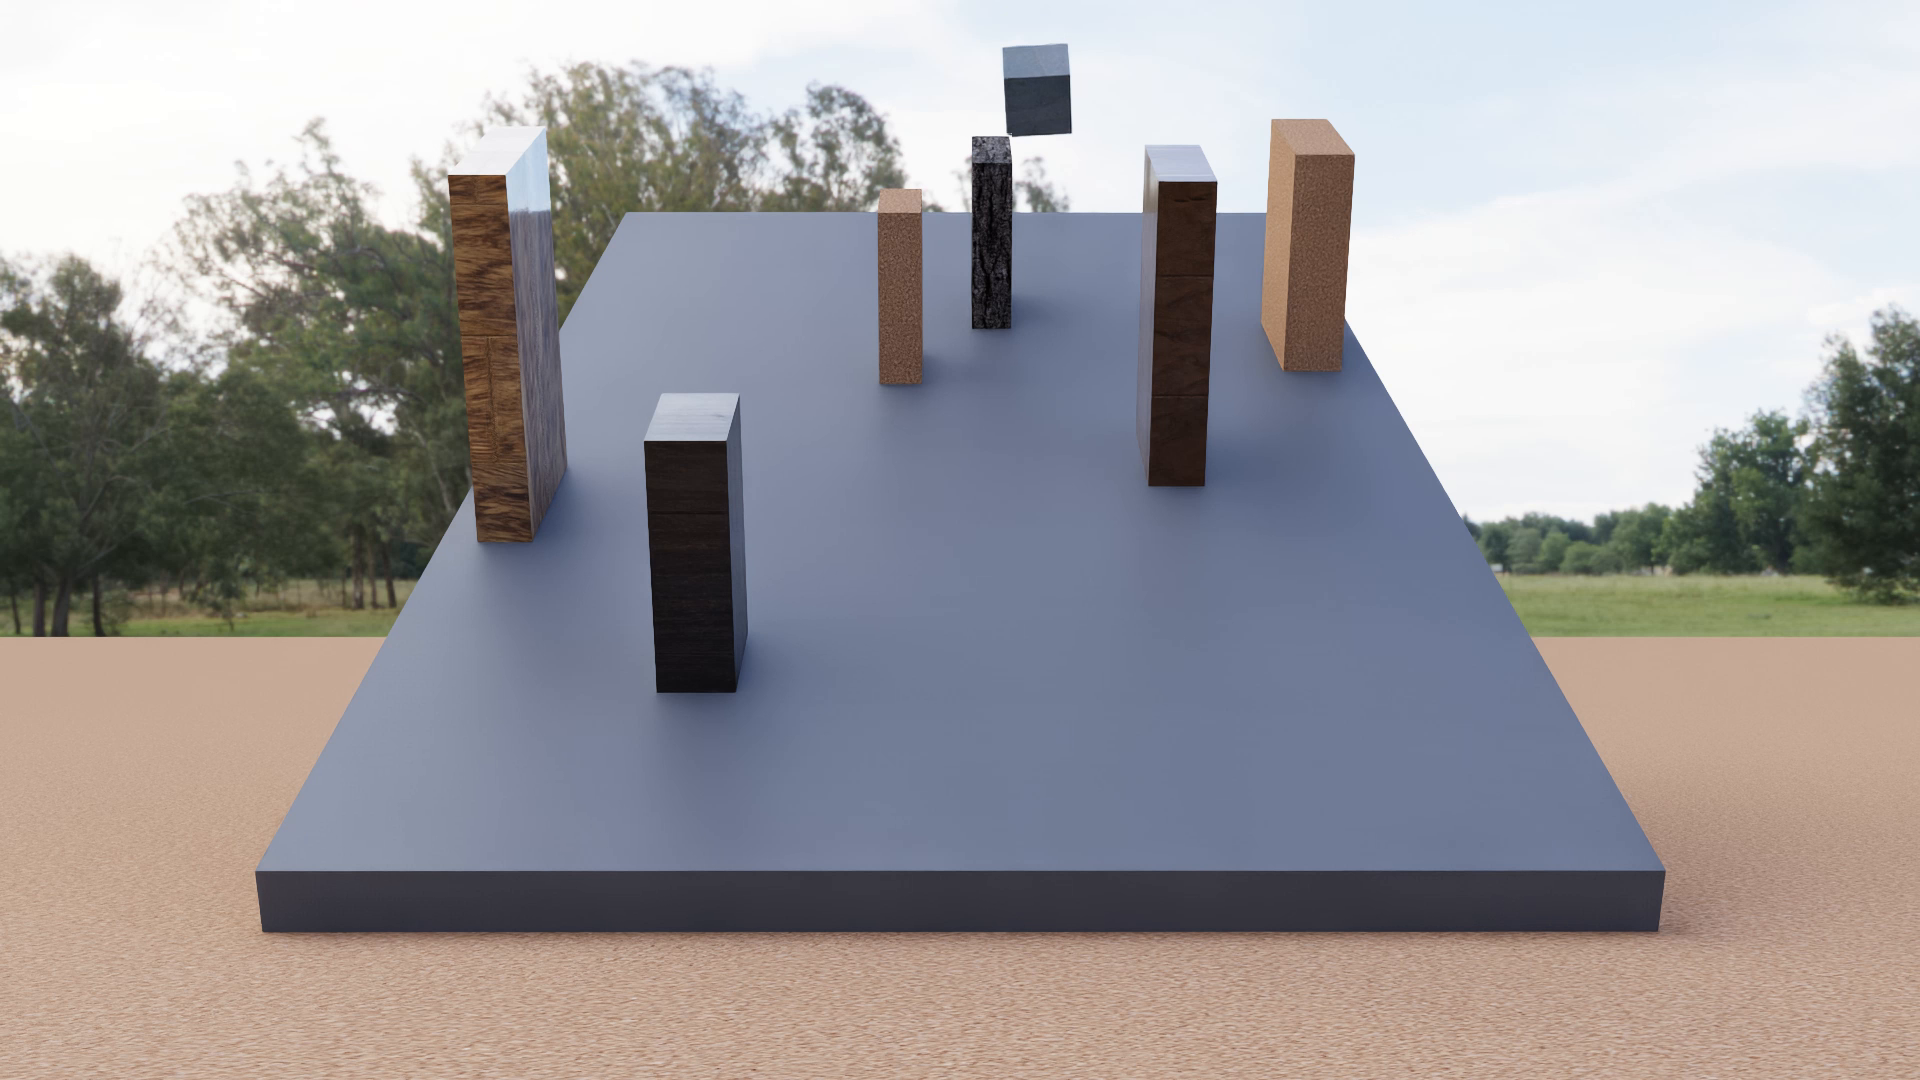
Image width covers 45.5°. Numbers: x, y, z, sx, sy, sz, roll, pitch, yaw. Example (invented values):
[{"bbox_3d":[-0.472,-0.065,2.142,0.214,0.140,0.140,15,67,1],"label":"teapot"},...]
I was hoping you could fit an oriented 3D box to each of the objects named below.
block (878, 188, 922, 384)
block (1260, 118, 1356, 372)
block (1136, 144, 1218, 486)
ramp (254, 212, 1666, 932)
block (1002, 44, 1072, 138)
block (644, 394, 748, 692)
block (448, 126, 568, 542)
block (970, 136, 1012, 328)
[{"bbox_3d":[-0.139,-0.601,5.402,0.099,0.408,0.245,0,22,0],"label":"block"},{"bbox_3d":[0.839,-0.722,5.559,0.138,0.521,0.423,0,22,0],"label":"block"},{"bbox_3d":[0.446,-0.471,4.763,0.116,0.636,0.350,0,22,0],"label":"block"},{"bbox_3d":[-0.006,-0.218,5.123,2.000,0.100,4.000,0,22,0],"label":"ramp"},{"bbox_3d":[0.233,-1.359,6.919,0.199,0.199,0.199,-3,40,2],"label":"block"},{"bbox_3d":[-0.437,0.003,3.823,0.131,0.441,0.244,0,22,0],"label":"block"},{"bbox_3d":[-0.879,-0.410,4.492,0.105,0.718,0.439,0,22,0],"label":"block"},{"bbox_3d":[0.080,-0.792,5.867,0.099,0.423,0.329,0,22,0],"label":"block"}]
